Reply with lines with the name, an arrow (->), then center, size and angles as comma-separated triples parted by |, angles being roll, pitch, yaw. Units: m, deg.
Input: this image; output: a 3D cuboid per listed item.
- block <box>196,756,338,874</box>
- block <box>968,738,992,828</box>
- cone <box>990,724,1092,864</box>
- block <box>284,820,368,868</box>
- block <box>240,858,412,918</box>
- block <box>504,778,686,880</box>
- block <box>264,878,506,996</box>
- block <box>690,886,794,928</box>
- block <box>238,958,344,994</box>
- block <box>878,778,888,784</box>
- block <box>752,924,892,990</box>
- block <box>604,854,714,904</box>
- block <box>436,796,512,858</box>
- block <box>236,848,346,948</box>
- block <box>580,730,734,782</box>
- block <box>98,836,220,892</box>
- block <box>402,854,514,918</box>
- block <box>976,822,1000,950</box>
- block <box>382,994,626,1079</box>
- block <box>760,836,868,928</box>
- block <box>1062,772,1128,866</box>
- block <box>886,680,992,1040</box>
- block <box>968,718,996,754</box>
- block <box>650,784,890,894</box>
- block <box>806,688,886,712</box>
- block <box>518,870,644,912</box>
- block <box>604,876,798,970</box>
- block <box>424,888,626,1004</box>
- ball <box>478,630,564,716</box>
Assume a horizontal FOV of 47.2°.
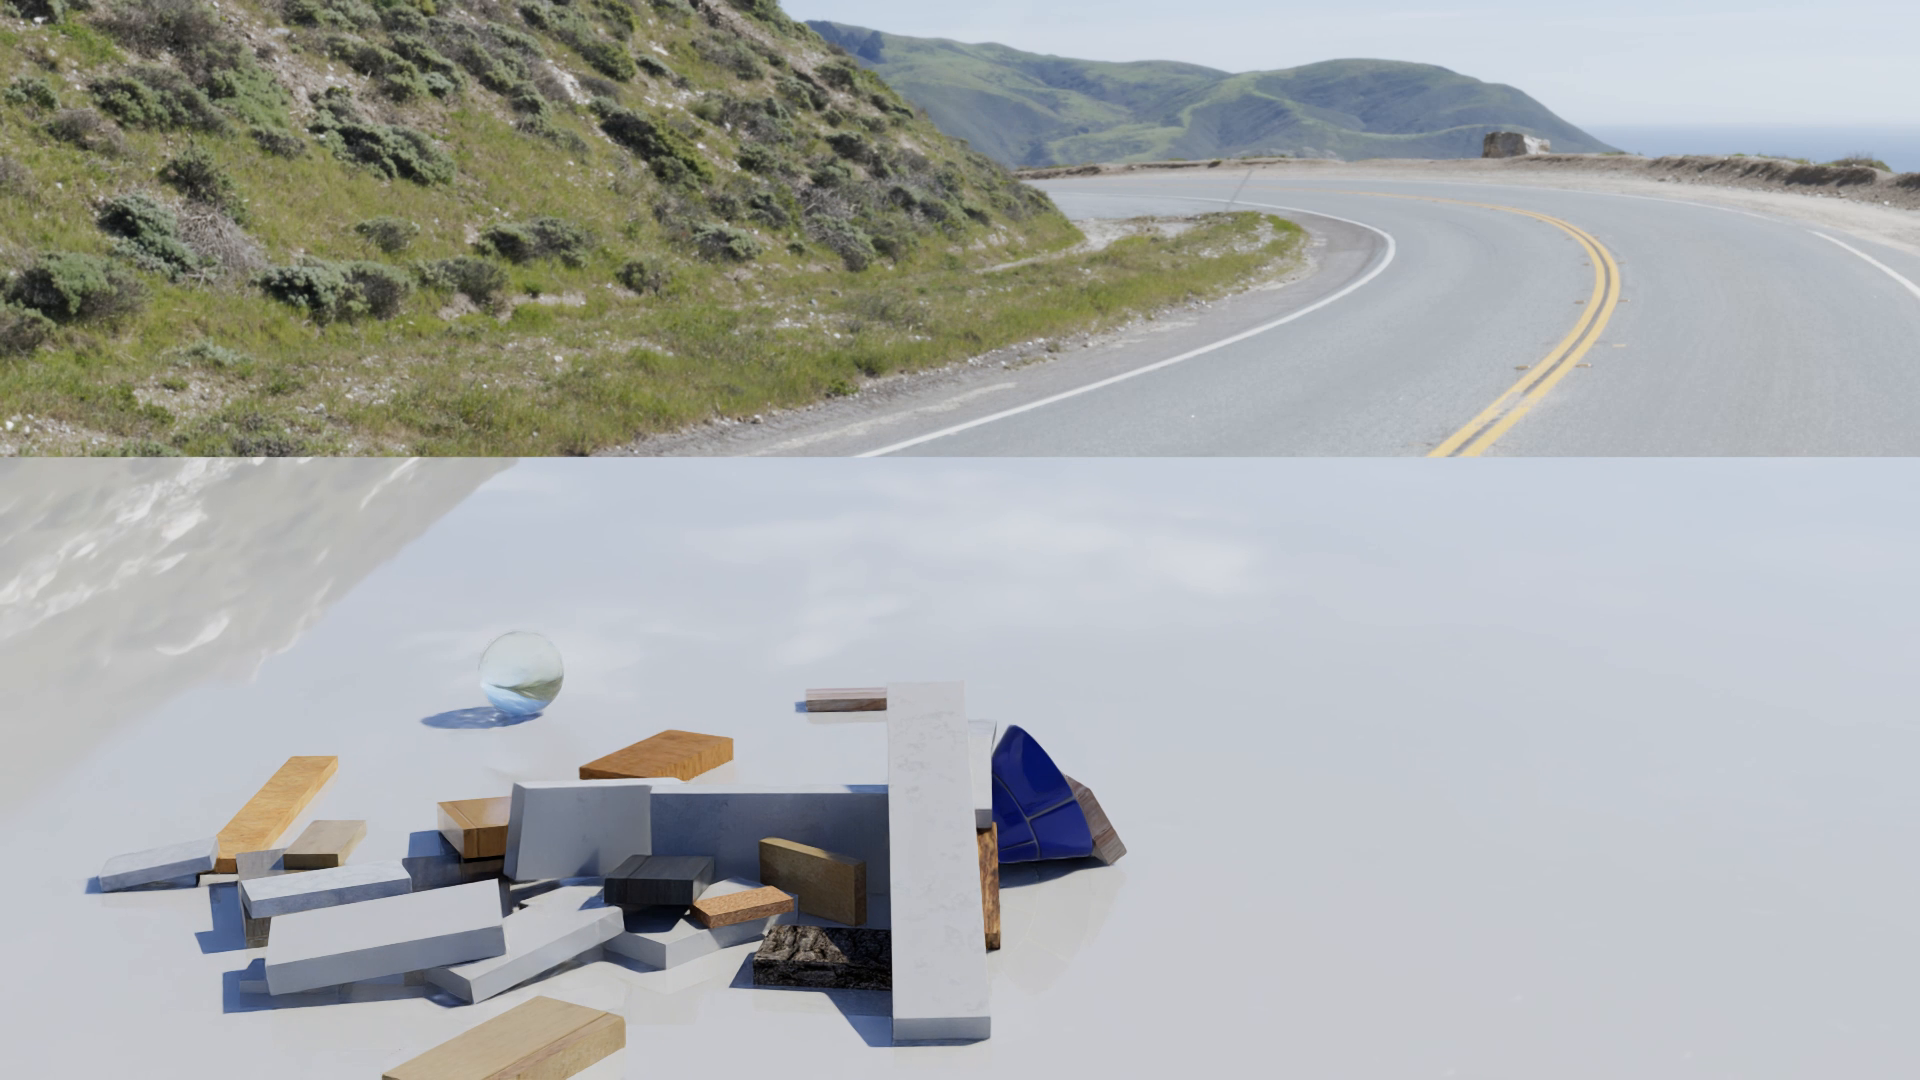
block -> -1.277, 0.501, 4.079 | 0.091, 0.026, 0.632 | 0, 11, -2
block -> -0.010, 0.405, 3.692 | 0.125, 0.035, 0.250 | 0, 22, 0
cone -> 0.044, 0.501, 3.800 | 0.266, 0.266, 0.266 | -30, 20, -16
block -> -1.077, 0.516, 3.735 | 0.091, 0.026, 0.182 | 0, 11, 0
block -> -1.011, 0.556, 3.511 | 0.247, 0.029, 0.103 | -5, 12, -26
block -> -0.609, 0.483, 3.692 | 0.309, 0.154, 0.044 | 3, 6, -40
block -> -0.859, 0.593, 3.299 | 0.339, 0.048, 0.170 | -8, 17, -12
block -> -0.343, 0.577, 3.460 | 0.146, 0.021, 0.073 | -7, 12, -32
block -> -0.990, 0.649, 3.278 | 0.146, 0.021, 0.073 | 0, 15, 0
block -> -0.100, 0.469, 4.128 | 0.097, 0.027, 0.194 | 5, 16, 27
block -> -0.157, 0.633, 3.327 | 0.287, 0.041, 0.144 | 1, 11, 7
block -> -0.478, 0.543, 3.521 | 0.136, 0.039, 0.273 | 1, -1, 0
block -> -0.808, 0.500, 3.864 | 0.174, 0.049, 0.347 | -3, 2, -20
block -> -1.089, 0.578, 3.601 | 0.170, 0.048, 0.339 | -4, 11, -20
block -> -0.597, 0.441, 4.351 | 0.154, 0.044, 0.309 | 5, 12, 26
block -> -1.356, 0.549, 3.730 | 0.182, 0.026, 0.091 | -11, 15, -8
block -> -0.816, 0.585, 3.562 | 0.170, 0.048, 0.339 | -3, 11, -14
block -> -0.001, 0.550, 3.508 | 0.125, 0.035, 0.250 | 0, 36, -1
block -> -0.609, 0.699, 2.960 | 0.154, 0.044, 0.309 | 6, 12, 29
block -> -0.240, 0.554, 3.577 | 0.206, 0.103, 0.029 | 8, 14, 37
block -> 0.184, 0.471, 3.914 | 0.041, 0.144, 0.287 | -36, 22, -14
block -> -0.043, 0.473, 3.460 | 0.136, 0.039, 0.886 | -1, 28, -2
block -> 0.012, 0.435, 4.427 | 0.097, 0.027, 0.482 | 1, 11, 4
block -> -0.308, 0.500, 3.679 | 0.410, 0.174, 0.049 | 0, 11, 0
block -> -0.243, 0.353, 4.871 | 0.193, 0.027, 0.097 | -1, 11, -5
block -> -0.605, 0.589, 3.592 | 0.103, 0.029, 0.206 | 9, 14, 40
block -> -0.408, 0.604, 3.483 | 0.144, 0.041, 0.287 | 9, 14, 39
block -> -0.661, 0.612, 3.333 | 0.273, 0.039, 0.136 | -21, 22, -41
ball -> -0.954, 0.289, 4.784 | 0.185, 0.185, 0.185 | 0, 11, 0
